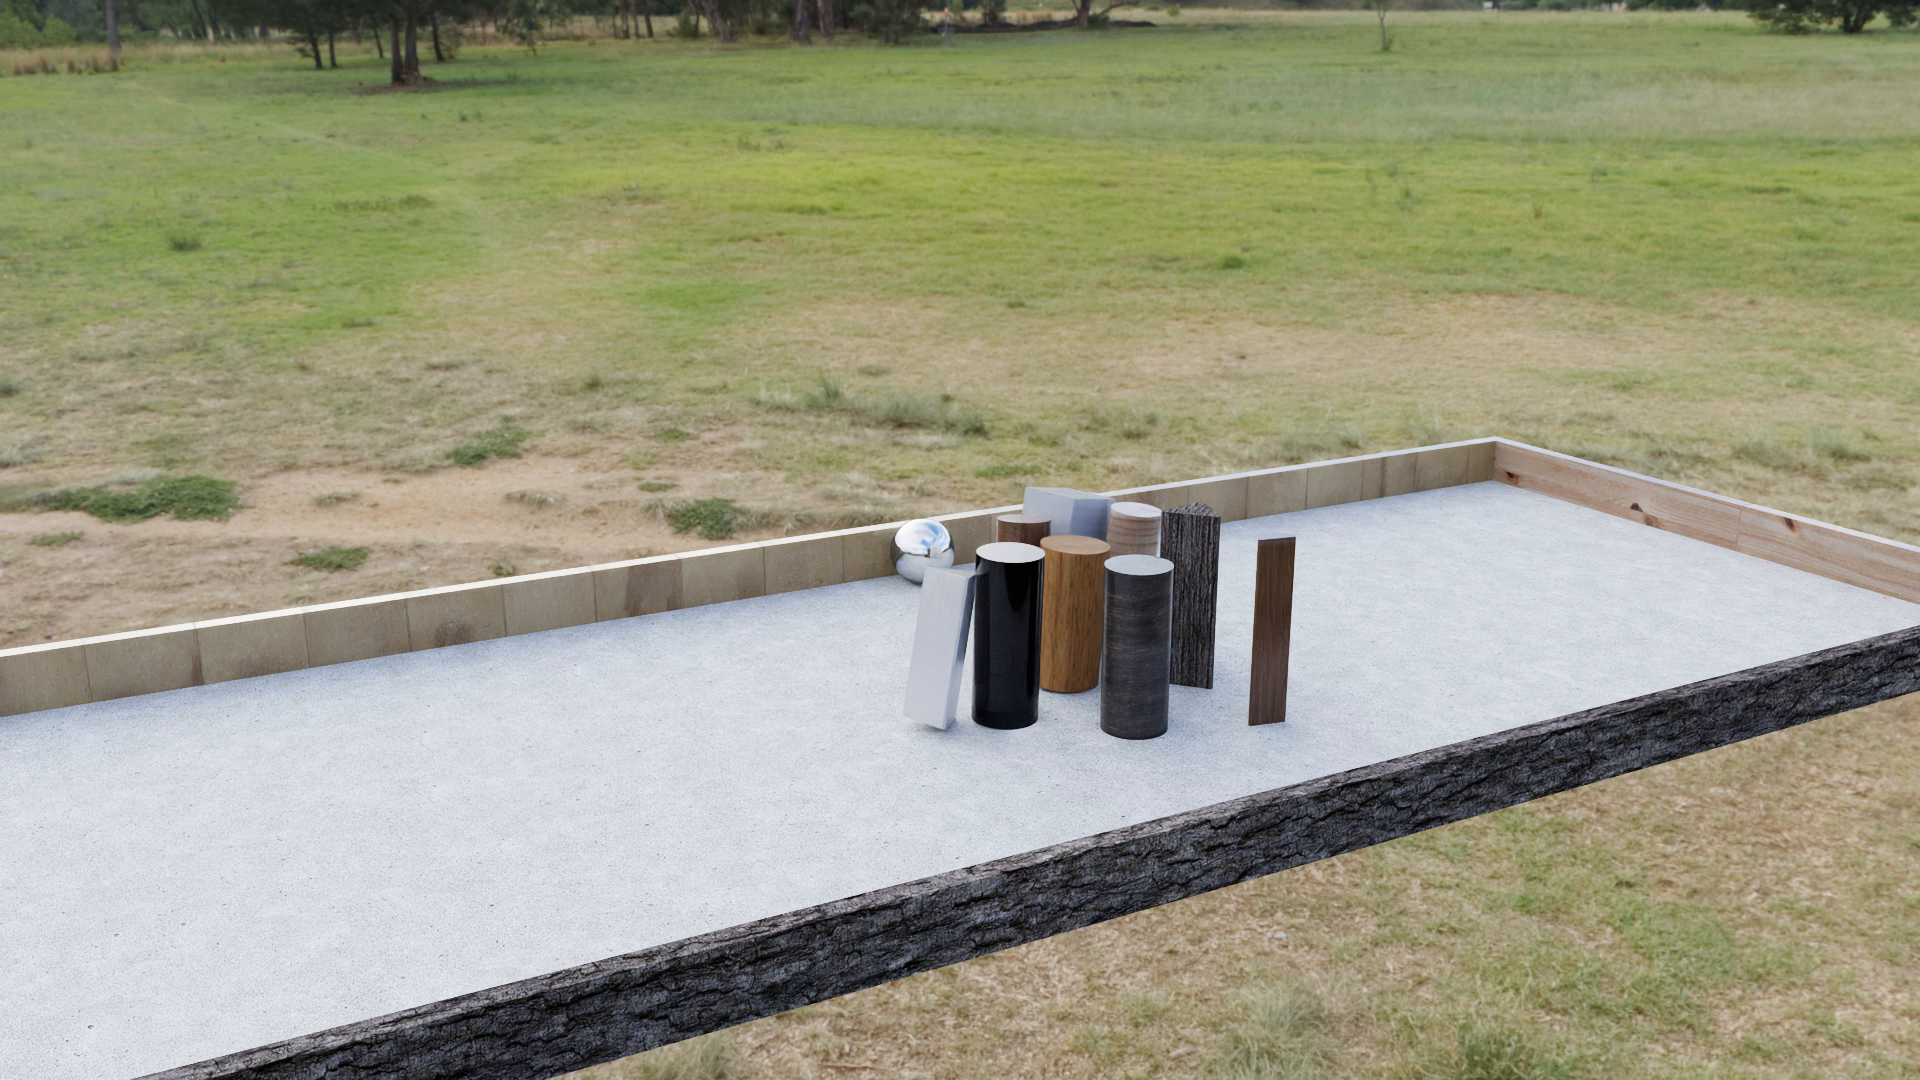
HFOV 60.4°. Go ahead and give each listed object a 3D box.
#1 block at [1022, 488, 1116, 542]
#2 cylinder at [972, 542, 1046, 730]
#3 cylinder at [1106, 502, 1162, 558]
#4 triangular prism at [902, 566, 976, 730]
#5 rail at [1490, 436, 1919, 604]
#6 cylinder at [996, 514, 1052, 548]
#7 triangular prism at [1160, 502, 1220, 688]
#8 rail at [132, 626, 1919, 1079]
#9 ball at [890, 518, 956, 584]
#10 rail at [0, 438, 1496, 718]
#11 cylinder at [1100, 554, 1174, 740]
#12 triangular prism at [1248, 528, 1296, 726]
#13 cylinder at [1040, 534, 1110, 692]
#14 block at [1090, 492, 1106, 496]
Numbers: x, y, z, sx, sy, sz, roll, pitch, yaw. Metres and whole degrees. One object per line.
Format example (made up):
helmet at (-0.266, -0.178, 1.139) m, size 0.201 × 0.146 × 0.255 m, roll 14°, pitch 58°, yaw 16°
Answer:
block at (0.267, 0.067, 4.387) m, size 0.171 × 0.391 × 0.171 m, roll 16°, pitch 12°, yaw 43°
cylinder at (0.111, 0.224, 3.862) m, size 0.160 × 0.408 × 0.160 m, roll 1°, pitch 17°, yaw 0°
cylinder at (0.440, 0.099, 4.333) m, size 0.136 × 0.374 × 0.136 m, roll 6°, pitch 17°, yaw -2°
triangular prism at (-0.023, 0.249, 3.849) m, size 0.130 × 0.355 × 0.113 m, roll 14°, pitch 8°, yaw 39°
rail at (2.466, -0.048, 5.253) m, size 0.050 × 0.150 × 2.100 m, roll -9°, pitch 18°, yaw -27°
cylinder at (0.160, 0.129, 4.230) m, size 0.139 × 0.373 × 0.139 m, roll 1°, pitch 10°, yaw 0°
triangular prism at (0.580, 0.133, 4.113) m, size 0.144 × 0.444 × 0.125 m, roll 6°, pitch 17°, yaw 19°
rail at (-2.336, 1.006, 1.665) m, size 12.000 × 0.150 × 0.050 m, roll -9°, pitch 18°, yaw -27°
ball at (-0.111, 0.032, 4.902) m, size 0.195 × 0.195 × 0.195 m, roll 0°, pitch 16°, yaw 0°
rail at (-3.305, 0.497, 3.399) m, size 12.000 × 0.150 × 0.050 m, roll -9°, pitch 18°, yaw -27°
cylinder at (0.407, 0.247, 3.810) m, size 0.158 × 0.398 × 0.158 m, roll 0°, pitch 16°, yaw 0°
triangular prism at (0.711, 0.203, 3.857) m, size 0.096 × 0.455 × 0.083 m, roll -5°, pitch 17°, yaw -17°
cylinder at (0.272, 0.181, 4.093) m, size 0.173 × 0.354 × 0.173 m, roll 4°, pitch 16°, yaw -1°
block at (0.294, 0.043, 4.623) m, size 0.174 × 0.331 × 0.174 m, roll 8°, pitch 18°, yaw 26°
